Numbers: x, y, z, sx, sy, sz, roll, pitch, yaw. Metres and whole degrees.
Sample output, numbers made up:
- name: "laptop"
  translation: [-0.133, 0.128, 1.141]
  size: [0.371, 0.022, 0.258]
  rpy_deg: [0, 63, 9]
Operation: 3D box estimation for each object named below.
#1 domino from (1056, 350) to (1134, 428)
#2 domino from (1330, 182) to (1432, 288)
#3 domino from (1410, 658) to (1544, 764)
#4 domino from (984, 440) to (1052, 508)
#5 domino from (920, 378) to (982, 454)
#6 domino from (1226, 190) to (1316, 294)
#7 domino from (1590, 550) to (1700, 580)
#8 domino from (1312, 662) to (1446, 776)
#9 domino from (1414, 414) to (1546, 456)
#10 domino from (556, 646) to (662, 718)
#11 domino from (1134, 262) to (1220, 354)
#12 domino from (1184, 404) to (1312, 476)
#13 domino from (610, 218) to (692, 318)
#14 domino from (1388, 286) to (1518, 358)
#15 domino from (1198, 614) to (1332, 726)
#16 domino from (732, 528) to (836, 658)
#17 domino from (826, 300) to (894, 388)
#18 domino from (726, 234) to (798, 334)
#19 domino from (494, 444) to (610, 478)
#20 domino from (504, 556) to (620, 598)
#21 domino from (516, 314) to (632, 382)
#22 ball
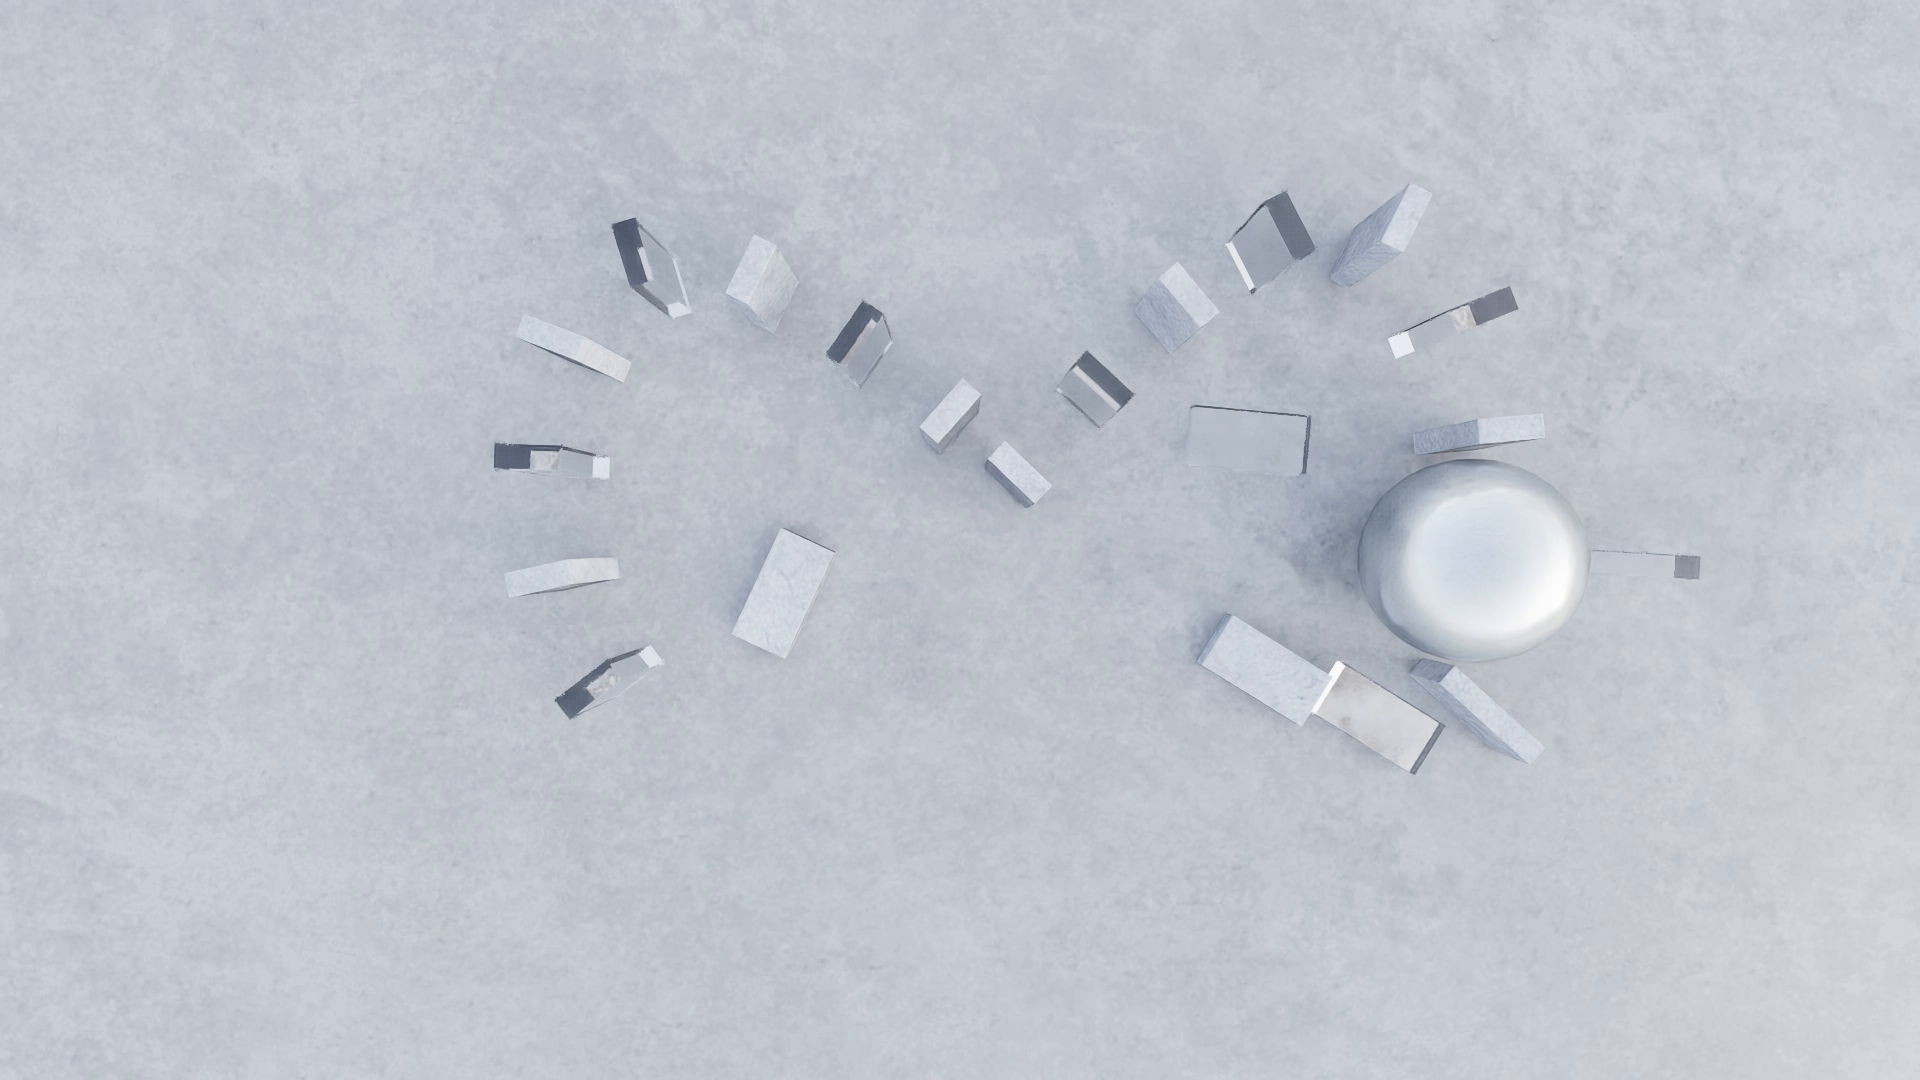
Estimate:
- name: "domino"
  translation: [0.054, -0.061, 0.375]
  size: [0.025, 0.050, 0.009]
  rpy_deg: [43, 90, 0]
- name: "domino"
  translation: [0.171, -0.123, 0.375]
  size: [0.010, 0.050, 0.025]
  rpy_deg: [27, 90, 0]
- name: "domino"
  translation: [0.218, 0.072, 0.388]
  size: [0.050, 0.025, 0.009]
  rpy_deg: [42, 90, 0]
- name: "domino"
  translation: [0.023, -0.026, 0.375]
  size: [0.025, 0.050, 0.009]
  rpy_deg: [44, 90, 0]
- name: "domino"
  translation: [-0.004, -0.049, 0.375]
  size: [0.010, 0.050, 0.025]
  rpy_deg: [42, 90, 0]
- name: "domino"
  translation: [0.126, -0.120, 0.375]
  size: [0.009, 0.050, 0.025]
  rpy_deg: [-27, 90, 0]
- name: "domino"
  translation: [0.278, 0.010, 0.388]
  size: [0.050, 0.025, 0.010]
  rpy_deg: [3, 90, 0]
- name: "domino"
  translation: [0.179, 0.077, 0.395]
  size: [0.050, 0.010, 0.025]
  rpy_deg: [32, 90, 0]
- name: "domino"
  translation: [0.211, -0.043, 0.375]
  size: [0.025, 0.050, 0.010]
  rpy_deg: [-5, 90, 0]
- name: "domino"
  translation: [-0.142, 0.057, 0.375]
  size: [0.025, 0.050, 0.010]
  rpy_deg: [-38, 90, 0]
- name: "domino"
  translation: [0.088, -0.094, 0.375]
  size: [0.009, 0.050, 0.025]
  rpy_deg: [-40, 90, 0]
- name: "domino"
  translation: [0.124, -0.043, 0.395]
  size: [0.050, 0.010, 0.025]
  rpy_deg: [5, 90, 0]
- name: "domino"
  translation: [-0.125, -0.110, 0.375]
  size: [0.010, 0.050, 0.025]
  rpy_deg: [-17, 90, 0]
- name: "domino"
  translation: [0.200, -0.088, 0.375]
  size: [0.025, 0.050, 0.010]
  rpy_deg: [-22, 90, 0]
- name: "domino"
  translation: [0.131, 0.056, 0.395]
  size: [0.050, 0.010, 0.025]
  rpy_deg: [32, 90, 0]
- name: "domino"
  translation: [-0.076, 0.023, 0.395]
  size: [0.025, 0.010, 0.050]
  rpy_deg: [25, 90, 0]
- name: "domino"
  translation: [-0.040, -0.079, 0.375]
  size: [0.009, 0.050, 0.025]
  rpy_deg: [35, 90, 0]
- name: "domino"
  translation: [-0.080, -0.103, 0.375]
  size: [0.010, 0.050, 0.025]
  rpy_deg: [26, 90, 0]
- name: "domino"
  translation: [-0.166, -0.032, 0.375]
  size: [0.025, 0.050, 0.009]
  rpy_deg: [2, 90, 0]
- name: "domino"
  translation: [-0.161, 0.015, 0.375]
  size: [0.025, 0.050, 0.009]
  rpy_deg: [-12, 90, 0]
- name: "domino"
  translation: [-0.157, -0.078, 0.375]
  size: [0.025, 0.050, 0.009]
  rpy_deg: [21, 90, 0]
- name: "ball"
  translation: [0.200, 0.008, 0.360]
  size: [0.080, 0.080, 0.080]
  rpy_deg: [0, 90, 0]
